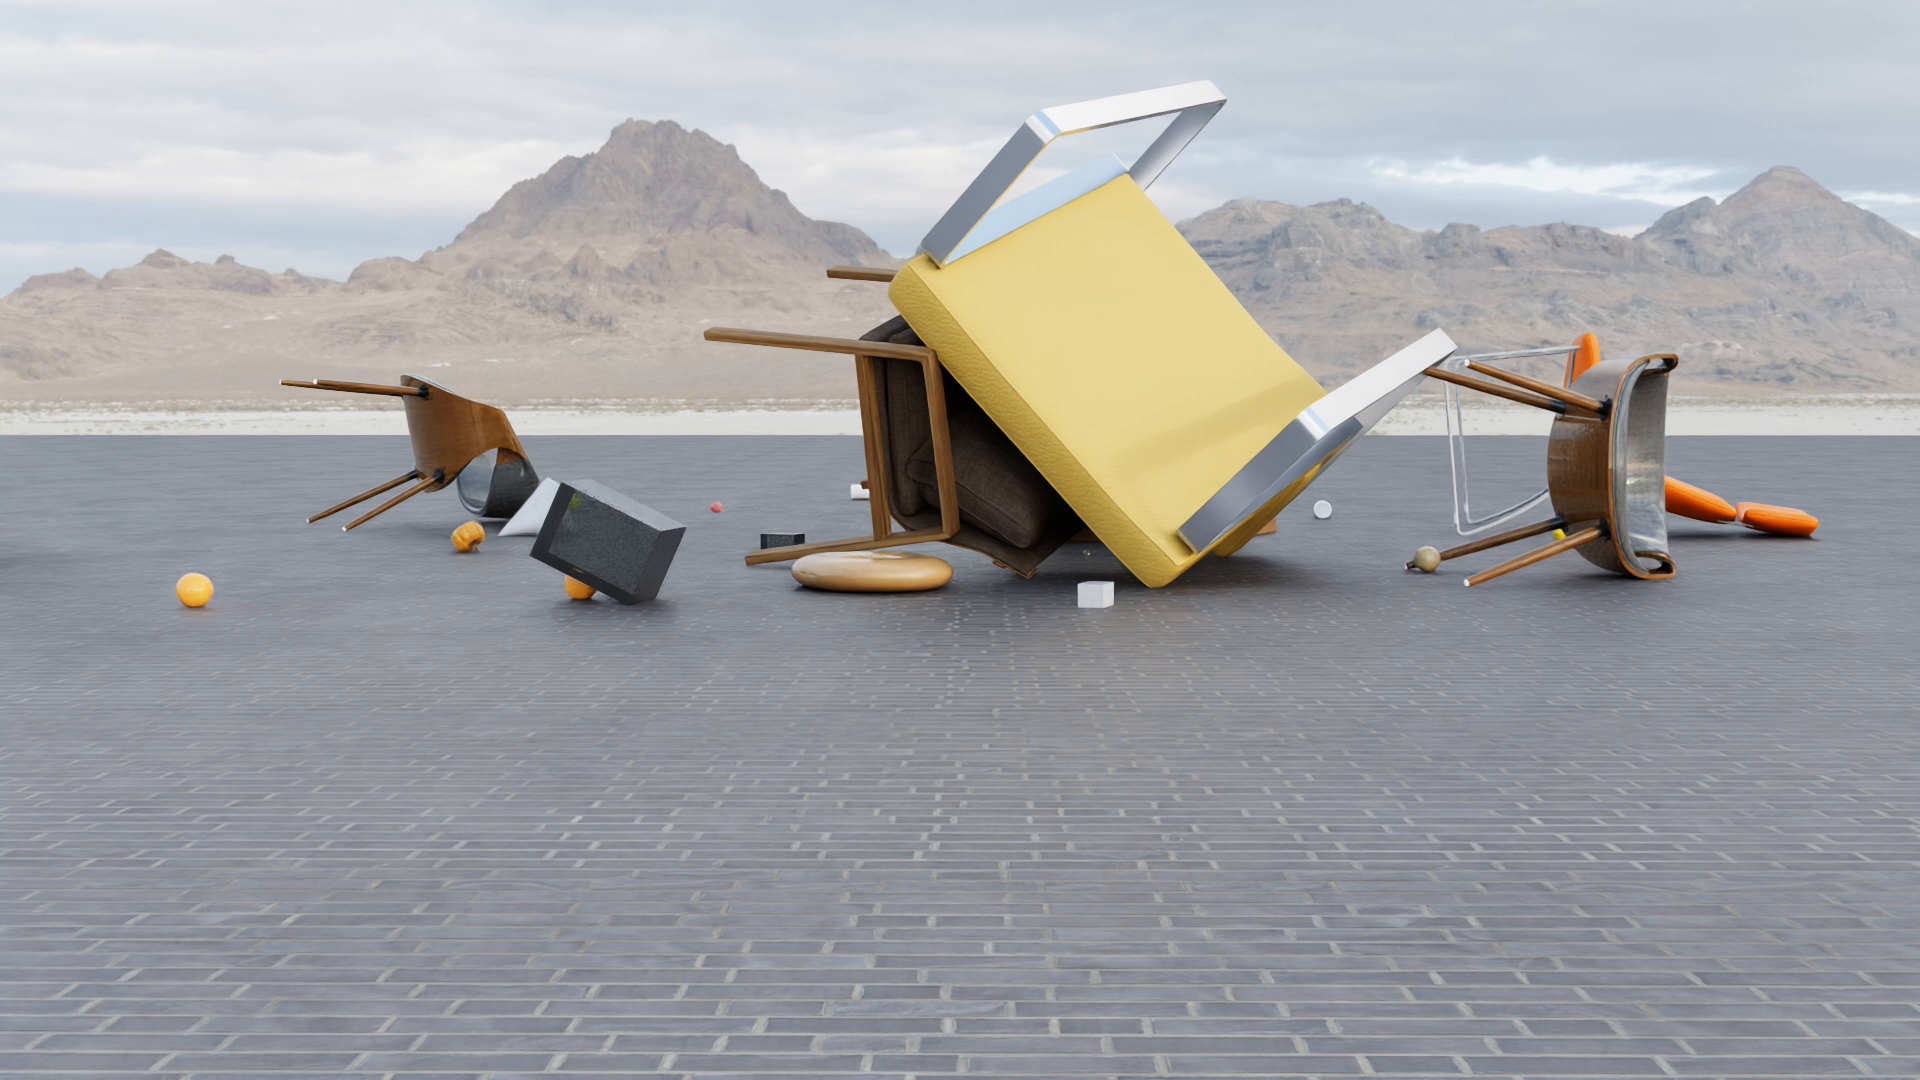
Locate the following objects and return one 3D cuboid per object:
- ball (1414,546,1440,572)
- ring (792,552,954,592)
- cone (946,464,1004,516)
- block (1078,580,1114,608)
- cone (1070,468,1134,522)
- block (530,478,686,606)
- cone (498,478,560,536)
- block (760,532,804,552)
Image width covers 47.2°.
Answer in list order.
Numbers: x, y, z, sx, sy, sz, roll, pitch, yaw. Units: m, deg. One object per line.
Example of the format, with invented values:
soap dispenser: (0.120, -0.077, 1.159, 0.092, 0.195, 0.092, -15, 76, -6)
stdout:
ball: (1.148, 0.046, 5.401, 0.064, 0.064, 0.064, 0, 4, 0)
ring: (-0.199, 0.071, 4.982, 0.349, 0.075, 0.407, -2, 4, -36)
cone: (0.007, -0.141, 7.946, 0.251, 0.159, 0.256, -40, 4, -32)
block: (0.281, 0.113, 4.556, 0.054, 0.048, 0.080, 1, 4, 20)
cone: (0.452, -0.109, 7.470, 0.215, 0.204, 0.140, -29, 3, 37)
block: (-0.742, 0.002, 4.650, 0.238, 0.171, 0.172, 26, 9, 9)
cone: (-1.322, -0.058, 6.769, 0.234, 0.158, 0.238, -27, 49, -29)
block: (-0.496, 0.005, 6.148, 0.105, 0.045, 0.066, 2, 4, 22)
